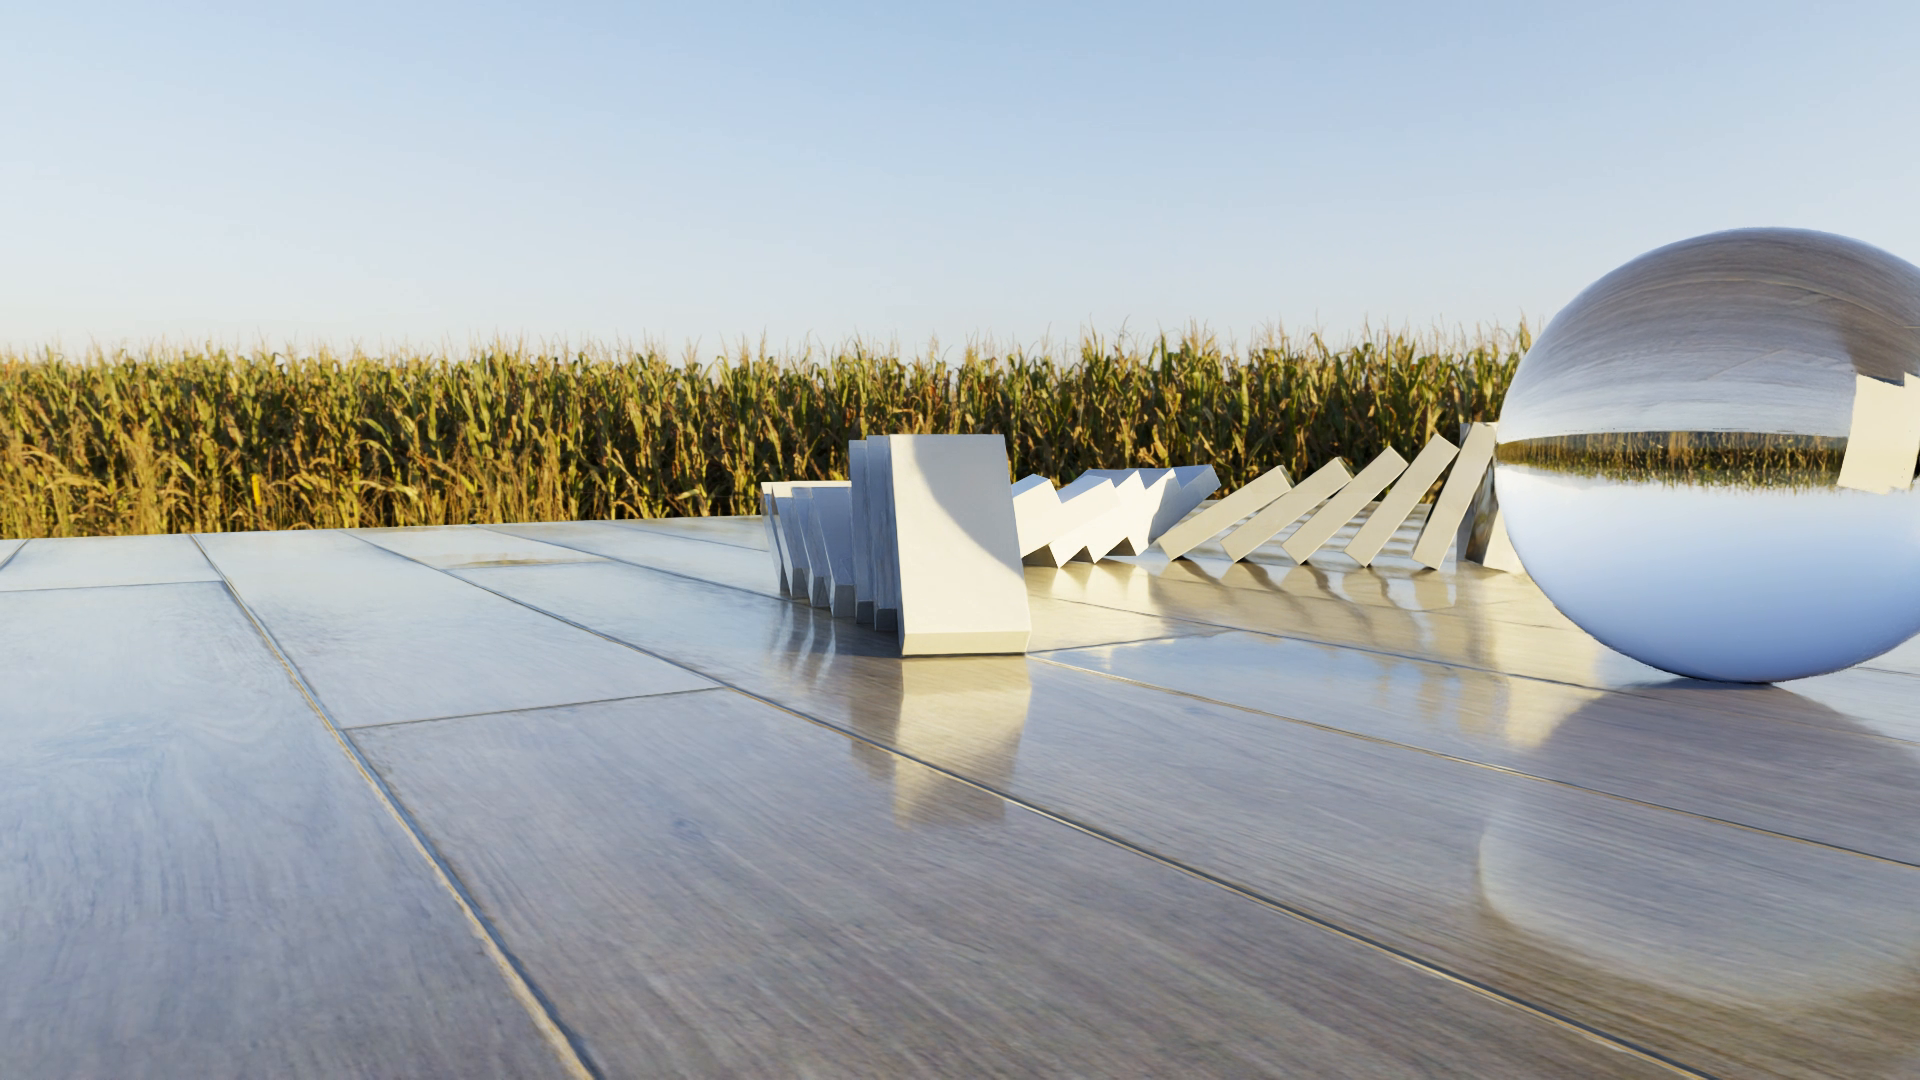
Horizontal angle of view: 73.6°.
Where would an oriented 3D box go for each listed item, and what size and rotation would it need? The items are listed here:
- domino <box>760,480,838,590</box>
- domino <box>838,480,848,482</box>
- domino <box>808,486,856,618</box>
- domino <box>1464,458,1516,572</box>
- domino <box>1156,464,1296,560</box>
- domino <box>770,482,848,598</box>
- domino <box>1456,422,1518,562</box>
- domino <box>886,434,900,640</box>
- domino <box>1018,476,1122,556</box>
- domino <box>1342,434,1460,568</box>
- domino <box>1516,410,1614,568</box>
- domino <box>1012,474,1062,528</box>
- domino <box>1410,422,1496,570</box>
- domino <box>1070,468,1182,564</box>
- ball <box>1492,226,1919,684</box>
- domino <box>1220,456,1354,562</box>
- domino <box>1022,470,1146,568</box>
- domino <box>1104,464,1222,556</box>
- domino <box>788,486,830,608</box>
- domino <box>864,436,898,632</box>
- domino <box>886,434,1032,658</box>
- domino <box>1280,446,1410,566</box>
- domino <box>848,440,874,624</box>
[{"bbox_3d":[-0.046,-0.002,0.398,0.025,0.009,0.050,-2,30,-16],"label":"domino"},{"bbox_3d":[-0.044,-0.004,0.422,0.025,0.010,0.050,0,29,-5],"label":"domino"},{"bbox_3d":[-0.024,0.002,0.335,0.025,0.010,0.050,-1,31,-14],"label":"domino"},{"bbox_3d":[0.185,-0.016,0.435,0.010,0.050,0.025,13,6,7],"label":"domino"},{"bbox_3d":[0.098,-0.010,0.470,0.050,0.009,0.025,-33,-7,18],"label":"domino"},{"bbox_3d":[-0.040,-0.001,0.377,0.025,0.009,0.050,-2,30,-15],"label":"domino"},{"bbox_3d":[0.194,-0.017,0.465,0.025,0.050,0.010,-1,4,-16],"label":"domino"},{"bbox_3d":[-0.002,-0.001,0.280,0.025,0.050,0.010,-1,-35,-8],"label":"domino"},{"bbox_3d":[0.028,-0.006,0.436,0.050,0.010,0.025,-28,11,-8],"label":"domino"},{"bbox_3d":[0.154,-0.014,0.447,0.009,0.050,0.025,38,15,13],"label":"domino"},{"bbox_3d":[0.205,-0.018,0.443,0.025,0.050,0.009,13,6,7],"label":"domino"},{"bbox_3d":[0.007,-0.006,0.432,0.050,0.010,0.025,-27,11,-5],"label":"domino"},{"bbox_3d":[0.170,-0.015,0.440,0.010,0.050,0.025,24,11,16],"label":"domino"},{"bbox_3d":[0.056,-0.010,0.474,0.050,0.009,0.025,-37,23,-29],"label":"domino"},{"bbox_3d":[0.138,-0.015,0.228,0.080,0.080,0.080,0,4,0],"label":"ball"},{"bbox_3d":[0.118,-0.011,0.463,0.050,0.009,0.025,-38,-9,19],"label":"domino"},{"bbox_3d":[0.041,-0.008,0.460,0.050,0.009,0.025,-39,26,-31],"label":"domino"},{"bbox_3d":[0.073,-0.011,0.488,0.050,0.009,0.025,-37,19,-28],"label":"domino"},{"bbox_3d":[-0.032,0.001,0.356,0.025,0.009,0.050,-1,30,-15],"label":"domino"},{"bbox_3d":[-0.009,-0.002,0.304,0.025,0.050,0.010,-1,-35,-8],"label":"domino"},{"bbox_3d":[-0.001,0.000,0.268,0.025,0.050,0.009,-1,-35,-8],"label":"domino"},{"bbox_3d":[0.137,-0.012,0.455,0.050,0.010,0.025,-46,-11,17],"label":"domino"},{"bbox_3d":[-0.014,-0.003,0.316,0.025,0.050,0.010,-1,-38,-8],"label":"domino"}]
